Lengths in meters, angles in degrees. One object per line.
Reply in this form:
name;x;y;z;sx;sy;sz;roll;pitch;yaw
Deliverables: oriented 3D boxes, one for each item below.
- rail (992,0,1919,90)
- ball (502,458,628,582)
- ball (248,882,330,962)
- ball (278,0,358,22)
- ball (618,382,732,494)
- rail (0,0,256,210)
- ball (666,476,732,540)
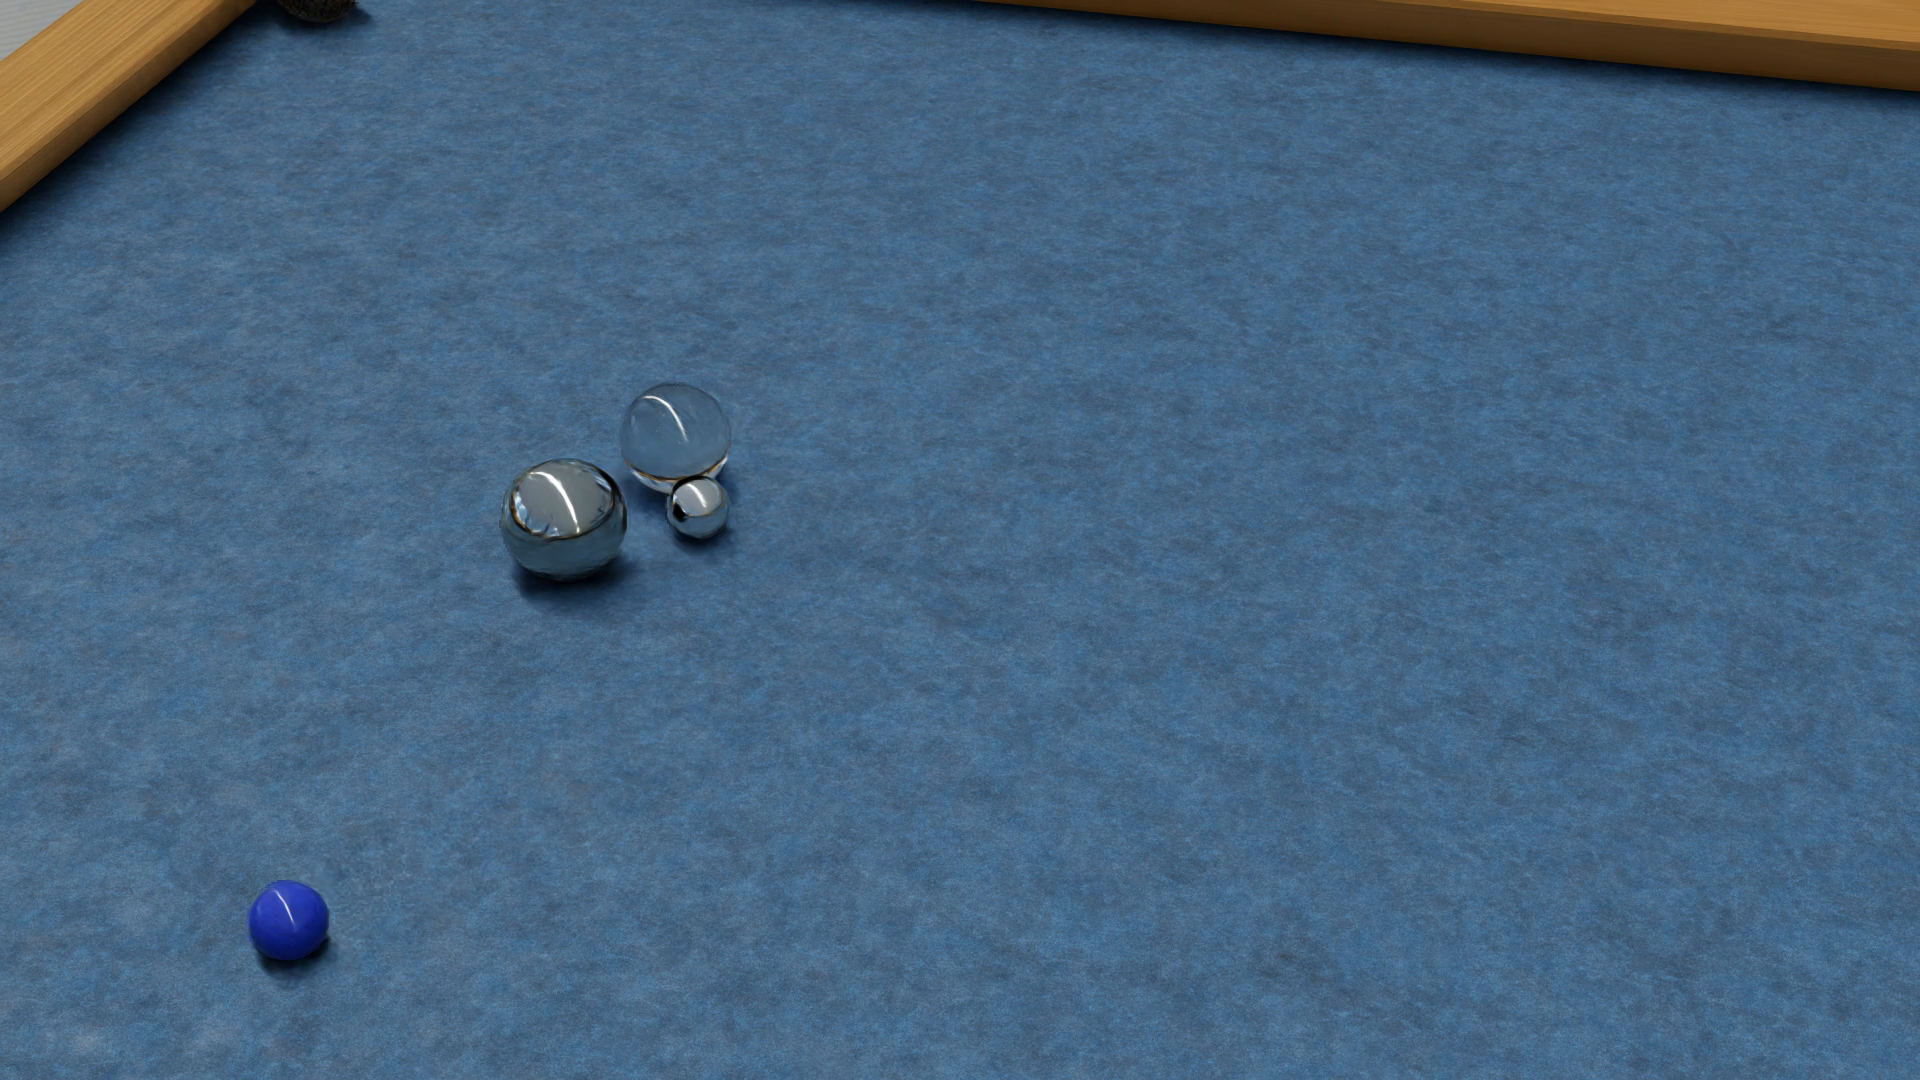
rail;1.244;-0.466;2.525;4.080;0.129;0.045;8;35;11
ball;-0.292;-0.015;1.899;0.092;0.092;0.092;0;34;0
ball;-0.412;0.234;1.572;0.048;0.048;0.048;0;34;0
ball;-0.693;-0.607;2.760;0.099;0.099;0.099;0;34;0
ball;-0.222;-0.079;1.997;0.087;0.087;0.087;0;34;0
rail;-0.967;-0.160;2.077;0.045;0.129;2.162;8;35;11
ball;-0.199;-0.025;1.951;0.049;0.049;0.049;0;34;0
